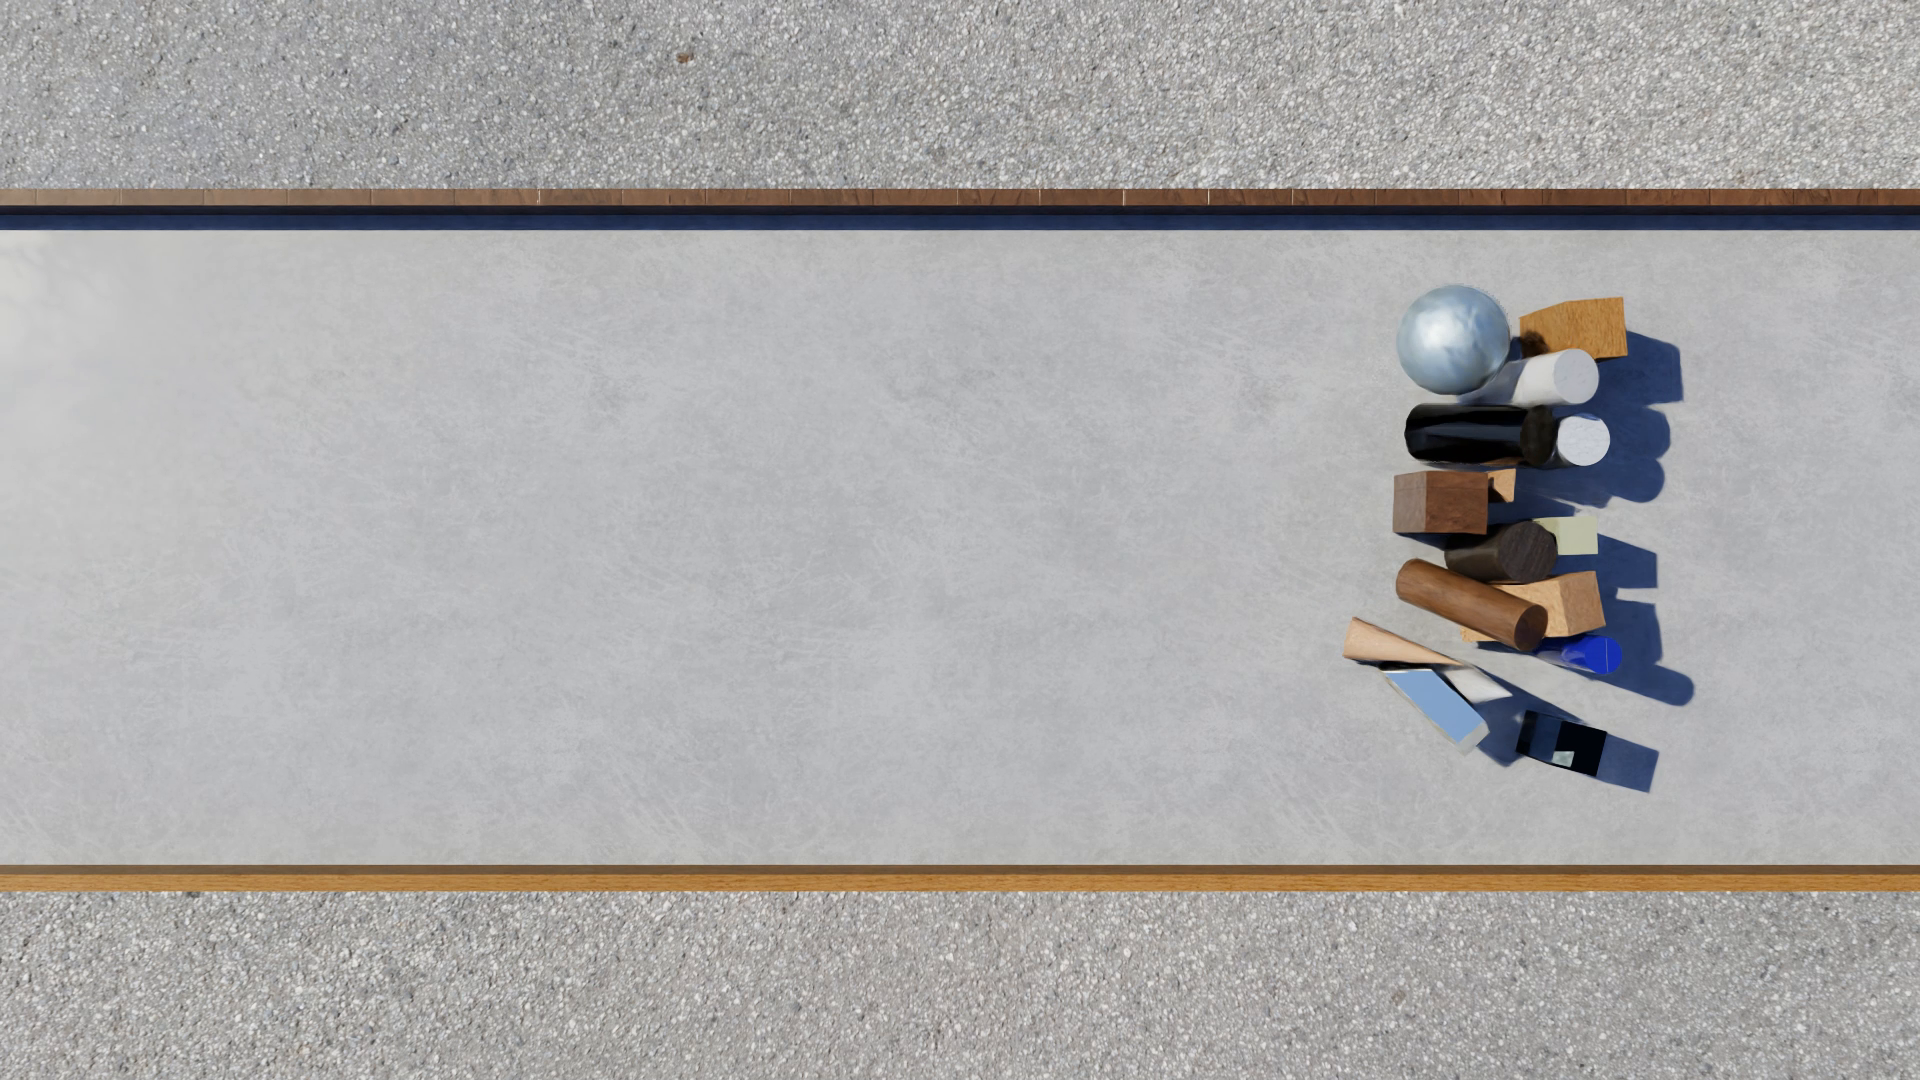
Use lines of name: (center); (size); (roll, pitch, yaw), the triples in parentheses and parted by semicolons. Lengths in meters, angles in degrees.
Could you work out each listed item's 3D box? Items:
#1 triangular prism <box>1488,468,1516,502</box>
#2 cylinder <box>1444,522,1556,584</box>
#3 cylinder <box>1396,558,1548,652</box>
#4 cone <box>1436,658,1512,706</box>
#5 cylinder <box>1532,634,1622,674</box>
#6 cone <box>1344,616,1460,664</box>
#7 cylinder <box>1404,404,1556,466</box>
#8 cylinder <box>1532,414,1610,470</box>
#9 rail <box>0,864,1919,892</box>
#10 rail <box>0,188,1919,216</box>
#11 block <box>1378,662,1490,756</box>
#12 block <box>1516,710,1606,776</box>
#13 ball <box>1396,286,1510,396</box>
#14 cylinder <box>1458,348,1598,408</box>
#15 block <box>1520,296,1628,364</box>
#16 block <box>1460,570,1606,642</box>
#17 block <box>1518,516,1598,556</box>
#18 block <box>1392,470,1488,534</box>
triangular prism: (1.575, -0.172, 4.914); (0.095, 0.325, 0.082); (35, 90, 0)
cylinder: (1.598, 0.041, 4.894); (0.178, 0.341, 0.178); (0, 88, -9)
cylinder: (1.499, 0.185, 4.855); (0.141, 0.450, 0.141); (-12, 113, -30)
cone: (1.540, 0.440, 4.852); (0.156, 0.438, 0.156); (0, 89, -4)
cylinder: (1.812, 0.325, 4.862); (0.106, 0.430, 0.106); (0, 90, 0)
cone: (1.335, 0.333, 4.939); (0.343, 0.135, 0.135); (13, 90, 23)
cylinder: (1.531, -0.313, 4.864); (0.176, 0.400, 0.176); (-4, 97, -37)
cylinder: (1.798, -0.290, 4.916); (0.152, 0.321, 0.152); (0, 90, 0)
rail: (-2.247, 1.025, 5.001); (12.000, 0.150, 0.050); (0, 90, 0)
rail: (-2.247, -1.025, 5.002); (12.000, 0.150, 0.050); (0, 90, 0)
block: (1.414, 0.475, 4.930); (0.105, 0.105, 0.346); (-41, 53, 0)
block: (1.791, 0.603, 4.924); (0.135, 0.306, 0.135); (14, 90, 0)
ball: (1.417, -0.573, 4.744); (0.316, 0.316, 0.316); (0, 90, 0)
cylinder: (1.660, -0.454, 4.843); (0.157, 0.439, 0.157); (1, 88, -19)
block: (1.819, -0.607, 4.905); (0.170, 0.332, 0.170); (-5, 90, -4)
block: (1.673, 0.199, 4.866); (0.160, 0.394, 0.160); (-11, 90, -31)
block: (1.773, -0.013, 4.904); (0.108, 0.345, 0.108); (-2, 90, 0)
block: (1.421, -0.108, 4.898); (0.177, 0.357, 0.177); (2, 90, 0)
